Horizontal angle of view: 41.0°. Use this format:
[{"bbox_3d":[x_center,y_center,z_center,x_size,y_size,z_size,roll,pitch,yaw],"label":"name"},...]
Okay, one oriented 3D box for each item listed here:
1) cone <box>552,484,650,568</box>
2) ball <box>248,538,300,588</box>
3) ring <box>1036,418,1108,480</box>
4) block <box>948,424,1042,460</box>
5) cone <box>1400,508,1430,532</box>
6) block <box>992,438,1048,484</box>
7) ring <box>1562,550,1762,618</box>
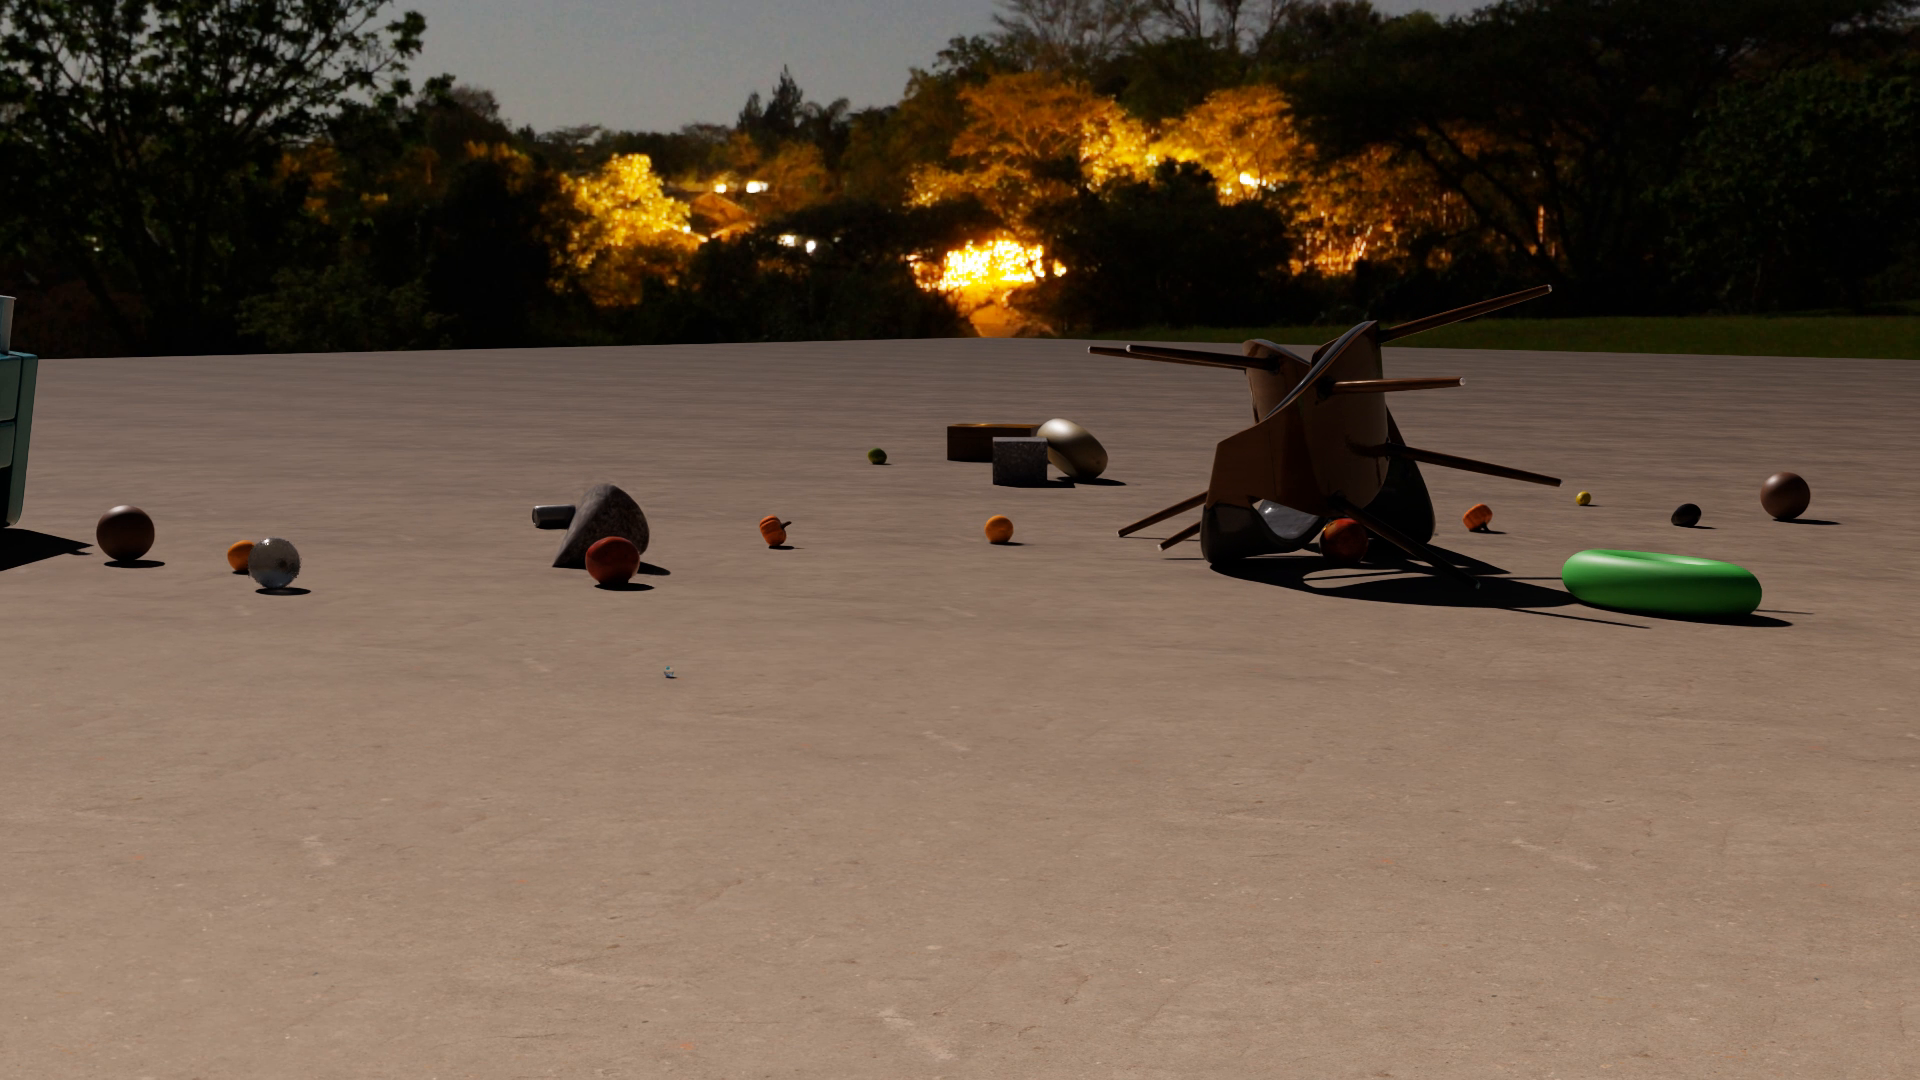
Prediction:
[{"bbox_3d":[-0.861,0.009,5.865,0.195,0.196,0.294,-39,7,-32],"label":"cone"},{"bbox_3d":[-1.448,0.049,5.414,0.107,0.107,0.107,0,6,0],"label":"ball"},{"bbox_3d":[0.362,-0.295,8.329,0.114,0.207,0.380,-43,25,-8],"label":"ring"},{"bbox_3d":[0.126,-0.352,9.244,0.306,0.120,0.198,1,6,14],"label":"block"},{"bbox_3d":[1.159,-0.036,6.604,0.076,0.070,0.067,-27,21,-13],"label":"cone"},{"bbox_3d":[0.191,-0.253,8.202,0.172,0.137,0.210,0,6,1],"label":"block"},{"bbox_3d":[1.381,0.086,5.069,0.208,0.105,0.455,-3,7,-37],"label":"ring"}]
